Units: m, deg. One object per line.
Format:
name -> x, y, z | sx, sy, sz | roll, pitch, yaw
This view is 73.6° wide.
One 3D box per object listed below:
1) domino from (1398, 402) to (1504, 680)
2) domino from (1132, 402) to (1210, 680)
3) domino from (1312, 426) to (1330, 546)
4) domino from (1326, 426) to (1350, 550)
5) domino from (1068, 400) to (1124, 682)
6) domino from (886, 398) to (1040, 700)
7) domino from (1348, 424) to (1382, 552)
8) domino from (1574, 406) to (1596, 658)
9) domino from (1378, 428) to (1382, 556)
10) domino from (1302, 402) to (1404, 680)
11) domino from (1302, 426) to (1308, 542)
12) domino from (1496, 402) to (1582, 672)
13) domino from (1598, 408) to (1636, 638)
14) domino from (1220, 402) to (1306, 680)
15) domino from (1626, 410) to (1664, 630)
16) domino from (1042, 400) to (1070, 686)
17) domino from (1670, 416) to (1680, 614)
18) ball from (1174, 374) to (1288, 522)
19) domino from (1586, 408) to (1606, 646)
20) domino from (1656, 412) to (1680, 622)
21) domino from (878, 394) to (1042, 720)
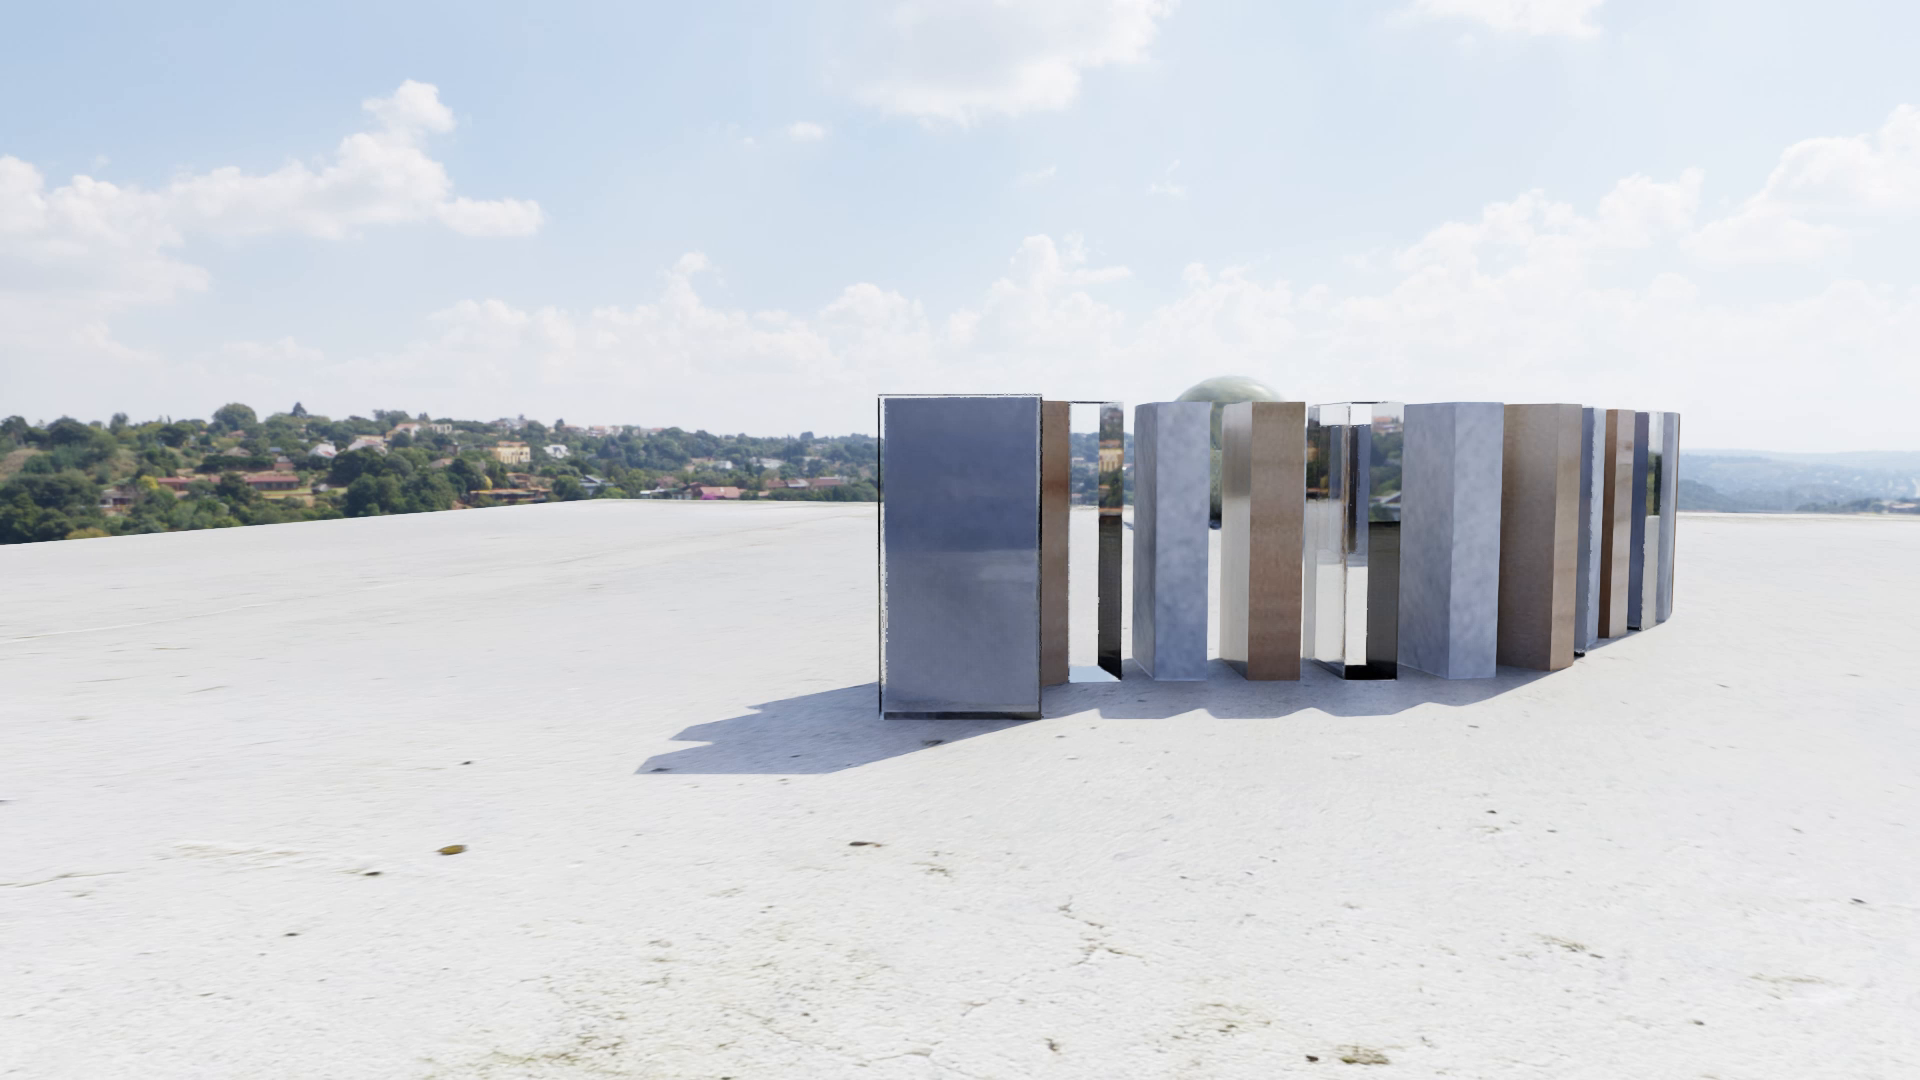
domino -> 0.091, -0.001, 0.244 | 0.009, 0.050, 0.025 | -1, 4, -11
domino -> 0.039, -0.001, 0.241 | 0.009, 0.050, 0.025 | 0, 4, -2
domino -> 0.163, -0.023, 0.541 | 0.025, 0.050, 0.009 | 0, 4, -3
domino -> 0.164, -0.022, 0.524 | 0.025, 0.050, 0.009 | -1, 4, -7
domino -> 0.022, 0.000, 0.240 | 0.010, 0.050, 0.025 | -1, 4, -9
domino -> 0.001, 0.001, 0.218 | 0.025, 0.050, 0.009 | 1, 4, 8
domino -> 0.167, -0.020, 0.507 | 0.025, 0.050, 0.009 | -1, 4, -15
domino -> 0.116, -0.002, 0.264 | 0.025, 0.050, 0.010 | 2, 5, 27
domino -> 0.174, -0.019, 0.491 | 0.025, 0.050, 0.009 | -2, 5, -25
domino -> 0.074, -0.001, 0.242 | 0.010, 0.050, 0.025 | 0, 4, -2
domino -> 0.162, -0.024, 0.558 | 0.025, 0.050, 0.009 | 0, 4, -6
domino -> 0.106, -0.001, 0.251 | 0.010, 0.050, 0.025 | -4, 6, -40
domino -> 0.137, -0.004, 0.291 | 0.010, 0.050, 0.025 | -4, 6, -42
domino -> 0.056, -0.001, 0.242 | 0.009, 0.050, 0.025 | 0, 4, 0
domino -> 0.150, -0.005, 0.302 | 0.010, 0.050, 0.025 | -4, 6, -44
domino -> 0.007, 0.000, 0.233 | 0.025, 0.050, 0.009 | 4, 6, 42
domino -> 0.170, -0.007, 0.330 | 0.025, 0.050, 0.009 | 2, 5, 28
ball -> 0.147, -0.050, 0.700 | 0.080, 0.080, 0.080 | 0, 4, 0
domino -> 0.125, -0.003, 0.279 | 0.025, 0.050, 0.009 | 4, 6, 40
domino -> 0.161, -0.006, 0.315 | 0.025, 0.050, 0.009 | 3, 5, 35
domino -> 0.000, 0.002, 0.201 | 0.025, 0.050, 0.010 | 0, 4, 0
